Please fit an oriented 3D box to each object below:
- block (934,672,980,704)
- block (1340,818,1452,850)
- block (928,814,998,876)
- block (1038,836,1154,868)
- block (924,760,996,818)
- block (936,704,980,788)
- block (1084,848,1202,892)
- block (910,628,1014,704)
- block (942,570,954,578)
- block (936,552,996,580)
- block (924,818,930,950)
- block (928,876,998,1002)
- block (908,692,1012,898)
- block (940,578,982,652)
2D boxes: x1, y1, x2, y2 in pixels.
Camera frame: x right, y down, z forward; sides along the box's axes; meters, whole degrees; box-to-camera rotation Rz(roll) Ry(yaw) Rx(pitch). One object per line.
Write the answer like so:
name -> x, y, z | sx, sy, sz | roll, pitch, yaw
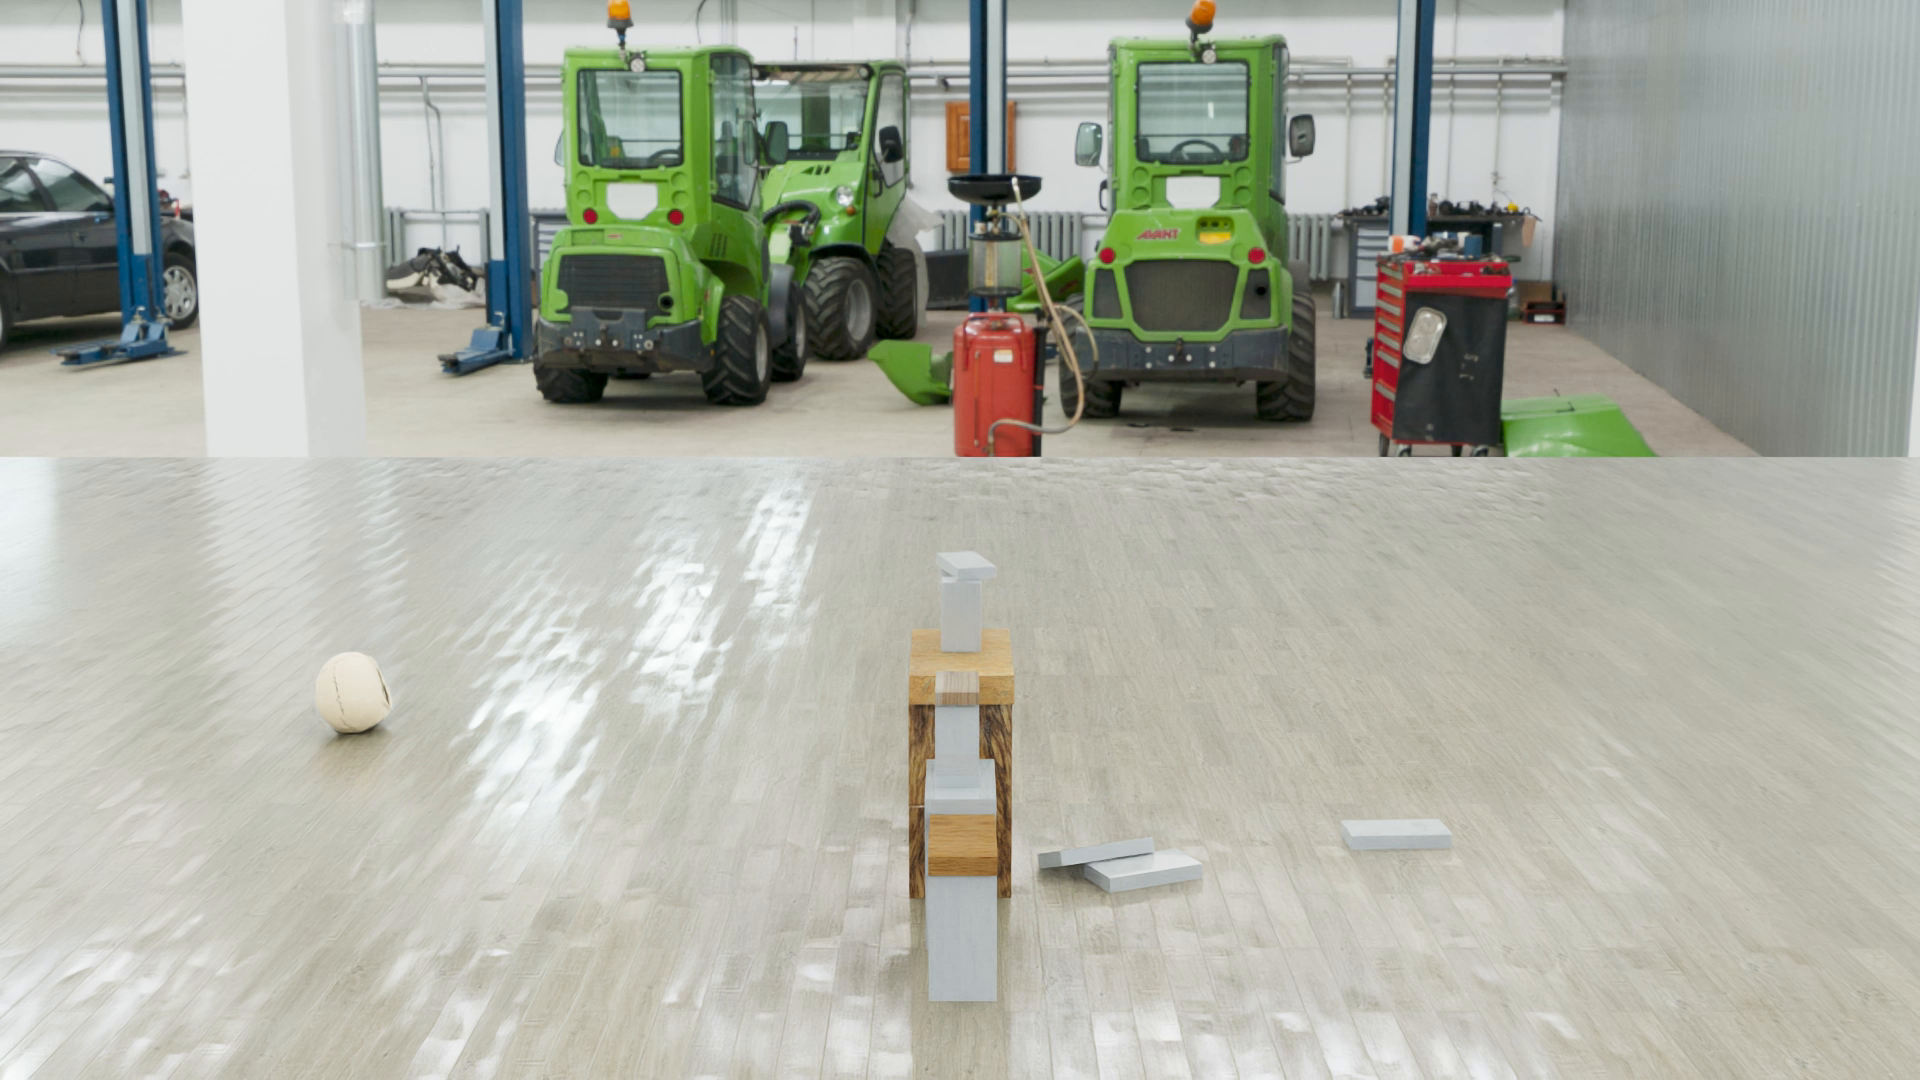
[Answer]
block -> -0.004, 0.231, 3.438 | 0.068, 0.019, 0.136 | 0, 11, 0
block -> 0.781, 0.527, 3.938 | 0.180, 0.025, 0.090 | -1, 11, -3
block -> 0.004, 0.450, 3.255 | 0.099, 0.028, 0.199 | 0, 11, 0
block -> 0.234, 0.539, 3.793 | 0.180, 0.026, 0.090 | -5, -8, -25
block -> 0.001, 0.390, 3.461 | 0.109, 0.031, 0.219 | 0, 11, 0
block -> -0.004, 0.315, 3.408 | 0.068, 0.136, 0.019 | 0, 11, 0
block -> 0.313, 0.563, 3.747 | 0.180, 0.025, 0.090 | -5, 12, -24
block -> 0.002, 0.211, 3.718 | 0.170, 0.048, 0.339 | 0, 11, 0
block -> 0.002, 0.108, 3.773 | 0.067, 0.134, 0.019 | 0, 25, 0
block -> 0.010, 0.043, 3.708 | 0.067, 0.019, 0.134 | -3, 12, -16
block -> 0.001, 0.526, 3.412 | 0.109, 0.219, 0.031 | 0, 11, 0
block -> 0.004, 0.574, 3.211 | 0.099, 0.199, 0.028 | 0, 11, 0
block -> 0.000, 0.423, 3.641 | 0.170, 0.339, 0.048 | 0, 11, 0
block -> 0.002, 0.126, 3.682 | 0.067, 0.134, 0.019 | 0, 28, 0
